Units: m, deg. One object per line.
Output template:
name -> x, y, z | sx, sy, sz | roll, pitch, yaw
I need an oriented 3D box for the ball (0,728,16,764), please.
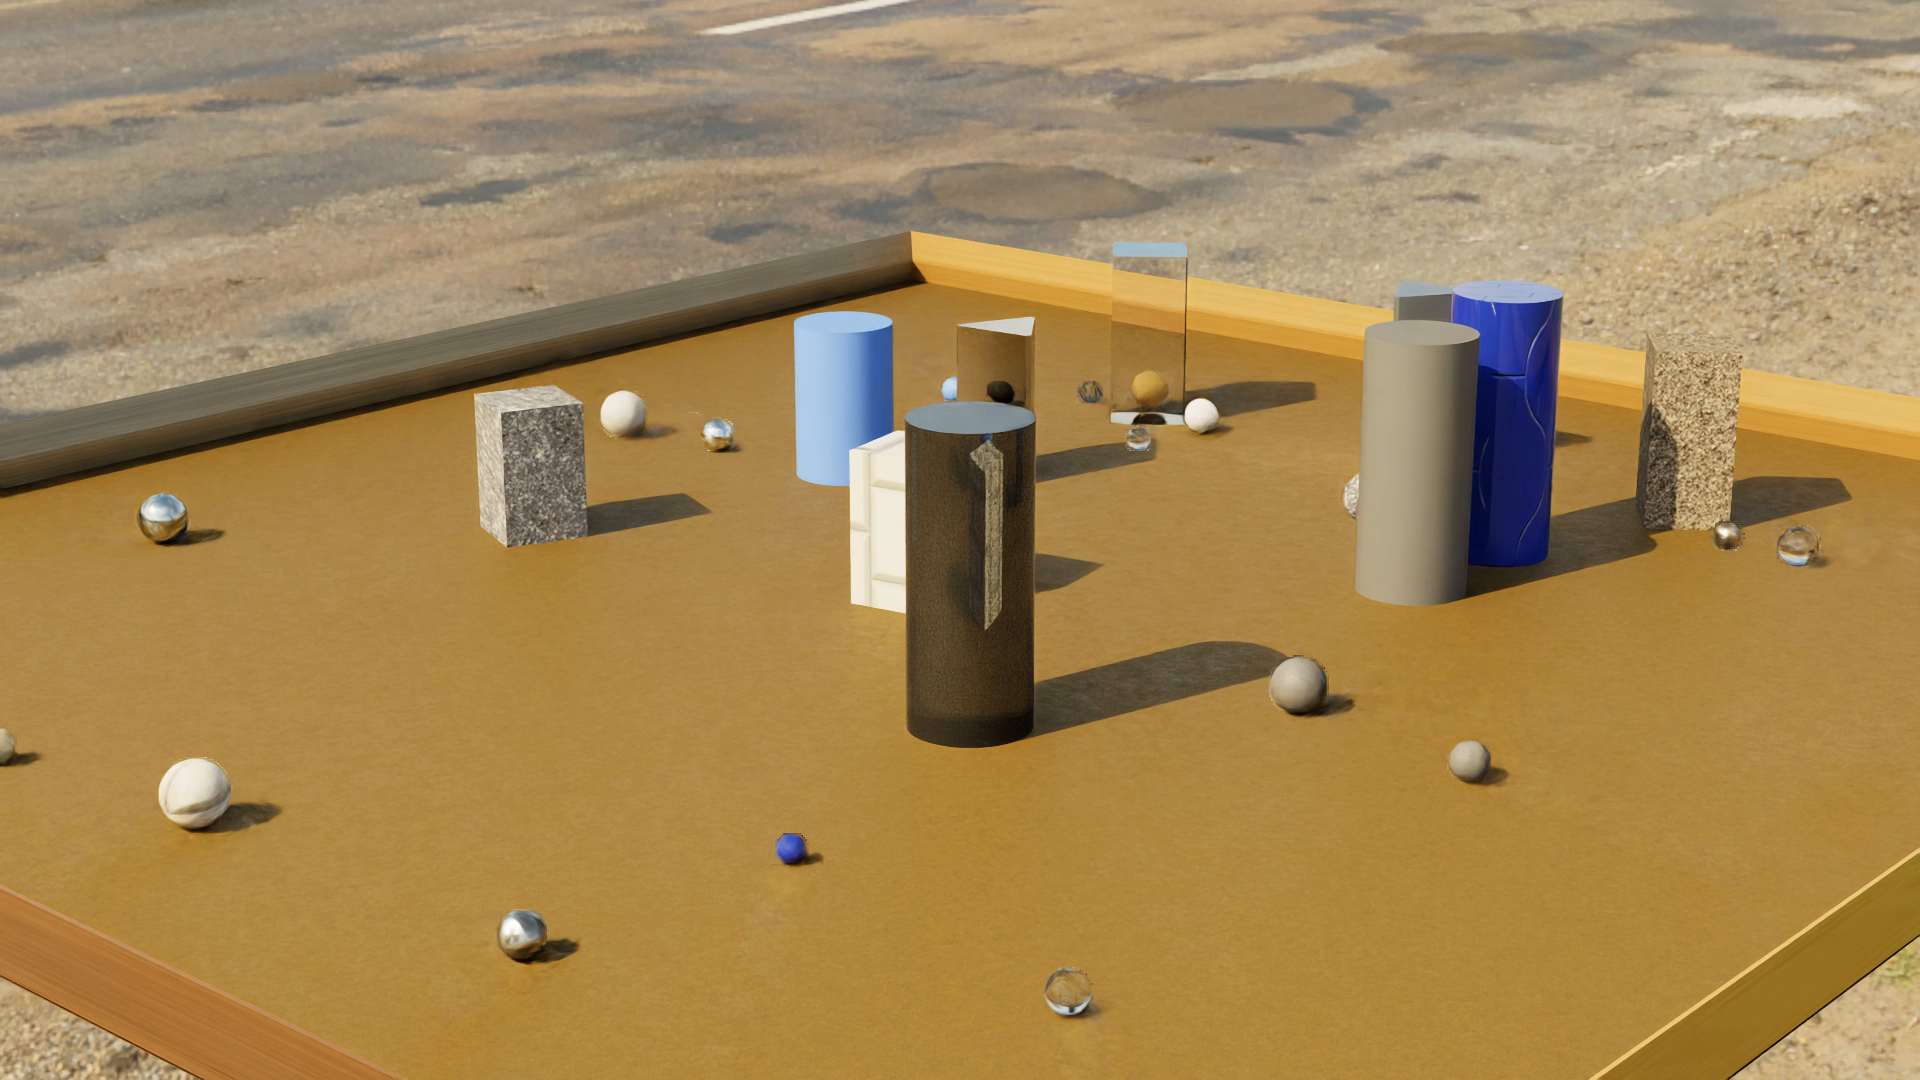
ball -> -1.428, 0.305, 4.342 | 0.056, 0.056, 0.056 | 0, 17, 0

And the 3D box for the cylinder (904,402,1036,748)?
cylinder -> 0.015, 0.051, 4.435 | 0.196, 0.488, 0.196 | 0, 17, 0

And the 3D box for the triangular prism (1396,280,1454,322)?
triangular prism -> 0.922, -0.333, 5.927 | 0.170, 0.363, 0.147 | -5, 17, -16

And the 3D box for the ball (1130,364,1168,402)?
ball -> 0.417, -0.345, 6.450 | 0.082, 0.082, 0.082 | 0, 17, 0

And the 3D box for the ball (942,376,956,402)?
ball -> -0.010, -0.329, 6.435 | 0.061, 0.061, 0.061 | 0, 17, 0

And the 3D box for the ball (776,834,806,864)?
ball -> -0.229, 0.420, 3.987 | 0.040, 0.040, 0.040 | 0, 17, 0

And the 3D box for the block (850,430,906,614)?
block -> -0.081, -0.030, 5.074 | 0.157, 0.274, 0.157 | 10, 19, 29

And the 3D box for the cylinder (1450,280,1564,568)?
cylinder -> 0.980, -0.211, 5.310 | 0.196, 0.486, 0.196 | 0, 17, 0

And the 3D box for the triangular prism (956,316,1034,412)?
triangular prism -> 0.105, -0.286, 5.874 | 0.170, 0.302, 0.147 | 11, 20, 33

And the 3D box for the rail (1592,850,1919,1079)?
rail -> 1.396, 0.382, 3.960 | 0.045, 0.127, 3.919 | 14, 22, 39

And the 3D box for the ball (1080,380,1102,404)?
ball -> 0.288, -0.326, 6.442 | 0.052, 0.052, 0.052 | 0, 17, 0

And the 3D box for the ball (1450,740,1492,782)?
ball -> 0.744, 0.322, 4.276 | 0.061, 0.061, 0.061 | 0, 17, 0

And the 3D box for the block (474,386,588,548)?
block -> -0.800, -0.139, 5.467 | 0.157, 0.257, 0.157 | -8, 19, -26

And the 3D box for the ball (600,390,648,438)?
ball -> -0.706, -0.264, 6.158 | 0.098, 0.098, 0.098 | 0, 17, 0

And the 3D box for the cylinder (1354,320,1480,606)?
cylinder -> 0.793, -0.135, 5.099 | 0.196, 0.462, 0.196 | 0, 17, 0

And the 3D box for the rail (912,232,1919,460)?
rail -> 1.269, -0.390, 6.520 | 3.744, 0.127, 0.045 | 14, 22, 39

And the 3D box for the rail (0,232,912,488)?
rail -> -1.396, -0.318, 6.280 | 0.045, 0.127, 3.919 | 14, 22, 39

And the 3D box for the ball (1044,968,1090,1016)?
ball -> 0.130, 0.546, 3.541 | 0.056, 0.056, 0.056 | 0, 17, 0

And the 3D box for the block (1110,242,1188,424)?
block -> 0.404, -0.445, 6.296 | 0.157, 0.363, 0.157 | 1, 17, 3

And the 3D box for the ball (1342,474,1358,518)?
ball -> 0.773, -0.081, 5.555 | 0.095, 0.095, 0.095 | 0, 17, 0

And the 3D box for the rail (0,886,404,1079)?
rail -> -1.269, 0.454, 3.720 | 3.744, 0.127, 0.045 | 14, 22, 39

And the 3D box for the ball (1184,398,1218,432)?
ball -> 0.510, -0.264, 6.201 | 0.071, 0.071, 0.071 | 0, 17, 0

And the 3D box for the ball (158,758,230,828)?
ball -> -1.072, 0.355, 4.104 | 0.098, 0.098, 0.098 | 0, 17, 0

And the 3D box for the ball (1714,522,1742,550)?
ball -> 1.410, -0.007, 5.386 | 0.051, 0.051, 0.051 | 0, 17, 0

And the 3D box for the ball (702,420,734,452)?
ball -> -0.501, -0.216, 6.054 | 0.065, 0.065, 0.065 | 0, 17, 0

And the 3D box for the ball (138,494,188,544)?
ball -> -1.474, -0.040, 5.425 | 0.092, 0.092, 0.092 | 0, 17, 0

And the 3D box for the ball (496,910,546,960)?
ball -> -0.552, 0.497, 3.692 | 0.063, 0.063, 0.063 | 0, 17, 0

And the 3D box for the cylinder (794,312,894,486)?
cylinder -> -0.231, -0.284, 5.855 | 0.196, 0.310, 0.196 | 0, 17, 0

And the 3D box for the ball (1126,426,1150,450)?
ball -> 0.369, -0.209, 6.058 | 0.050, 0.050, 0.050 | 0, 17, 0

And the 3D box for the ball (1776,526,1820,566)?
ball -> 1.510, 0.011, 5.286 | 0.073, 0.073, 0.073 | 0, 17, 0

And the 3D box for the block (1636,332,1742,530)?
block -> 1.375, -0.205, 5.541 | 0.157, 0.341, 0.157 | 2, 17, 7

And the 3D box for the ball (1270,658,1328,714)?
ball -> 0.526, 0.226, 4.549 | 0.088, 0.088, 0.088 | 0, 17, 0
